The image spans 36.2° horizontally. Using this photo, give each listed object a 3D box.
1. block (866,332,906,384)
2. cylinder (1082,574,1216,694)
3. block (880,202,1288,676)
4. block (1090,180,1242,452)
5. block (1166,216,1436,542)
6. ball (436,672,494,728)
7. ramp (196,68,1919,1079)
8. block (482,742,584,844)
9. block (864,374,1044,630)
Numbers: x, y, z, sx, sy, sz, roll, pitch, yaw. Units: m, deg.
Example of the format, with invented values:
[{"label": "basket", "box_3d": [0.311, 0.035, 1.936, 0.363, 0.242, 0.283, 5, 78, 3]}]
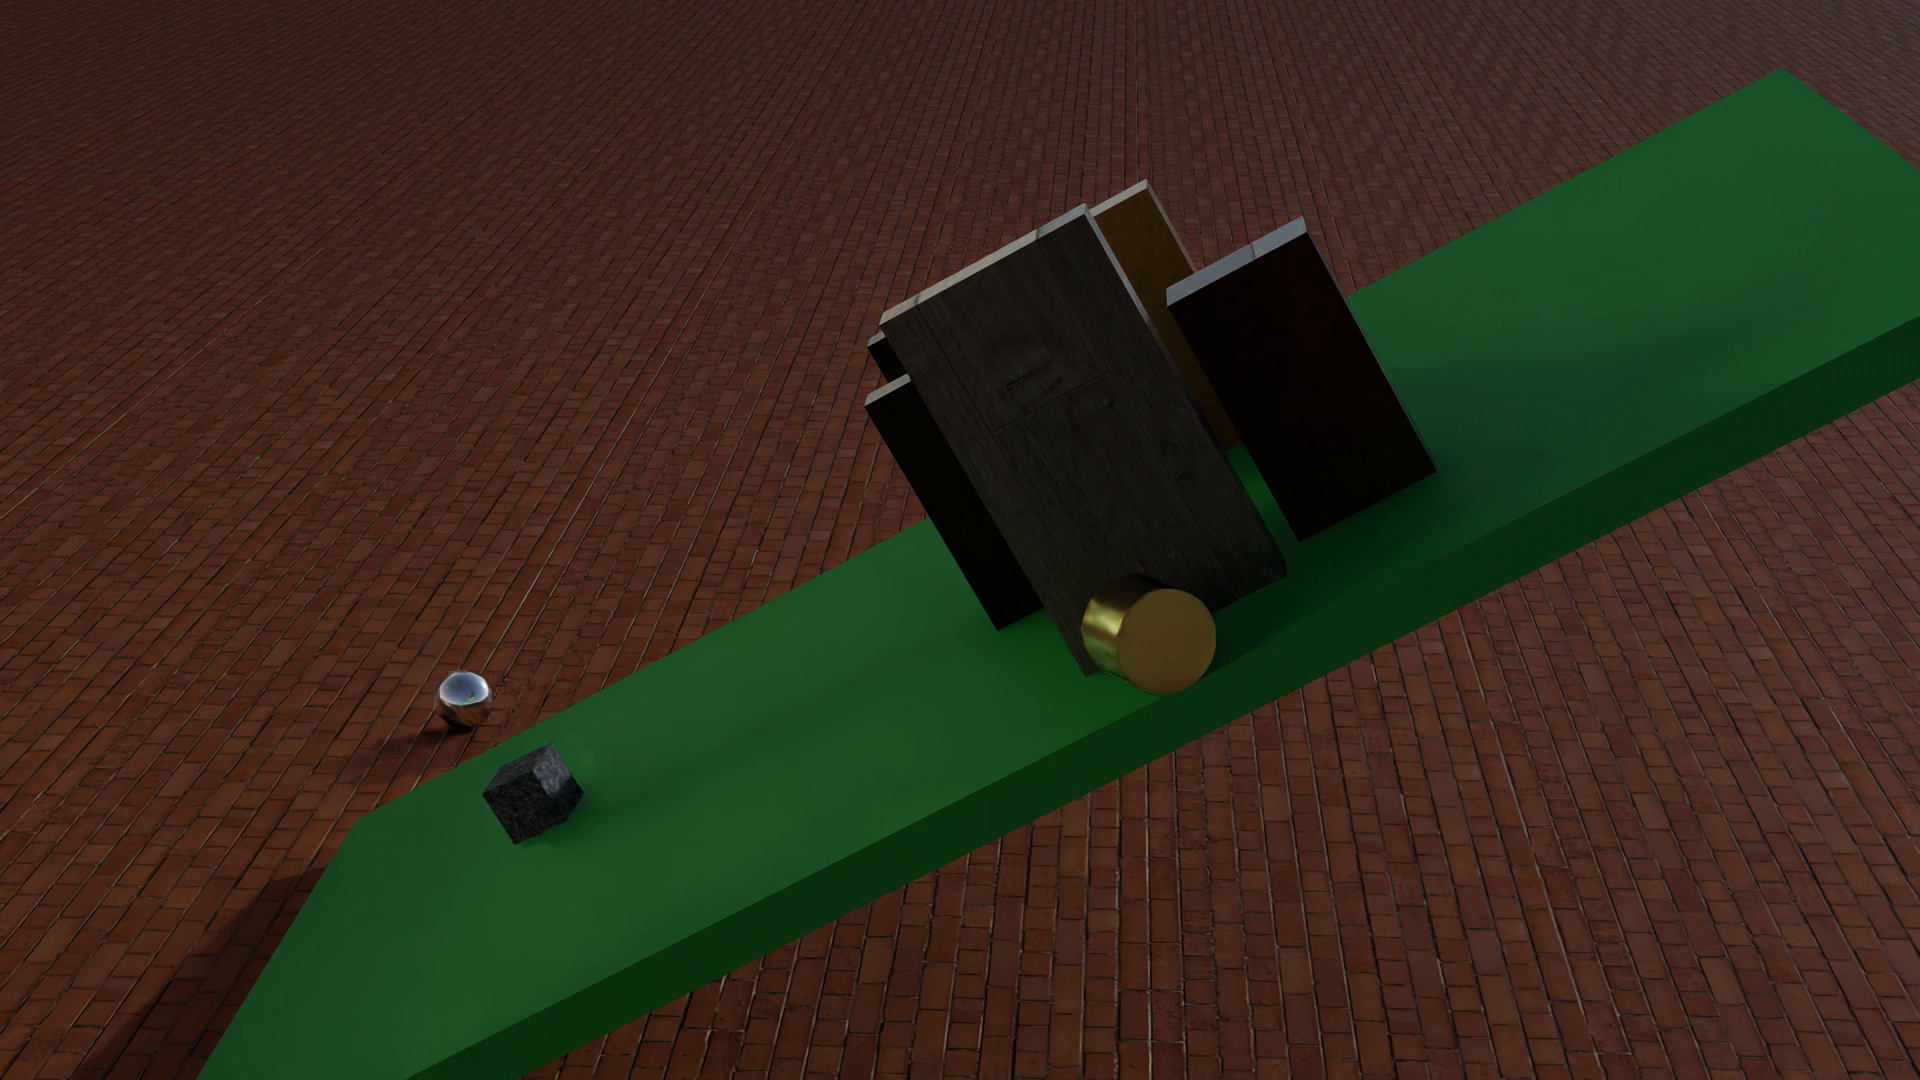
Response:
[{"label": "block", "box_3d": [0.078, -0.344, 6.926, 0.389, 0.500, 0.089, -28, 15, 12]}, {"label": "cylinder", "box_3d": [0.339, 0.168, 5.297, 0.189, 0.189, 0.189, -5, 8, -16]}, {"label": "block", "box_3d": [0.234, -0.179, 5.479, 0.429, 0.783, 0.097, -28, 15, 12]}, {"label": "block", "box_3d": [0.386, -0.431, 6.407, 0.371, 0.596, 0.098, -28, 15, 12]}, {"label": "block", "box_3d": [0.648, -0.305, 5.594, 0.293, 0.528, 0.145, -28, 15, 12]}, {"label": "ball", "box_3d": [-1.422, 0.459, 8.438, 0.165, 0.165, 0.165, 0, 18, 0]}, {"label": "ramp", "box_3d": [0.142, 0.167, 6.283, 4.000, 0.100, 2.000, -28, 15, 12]}, {"label": "block", "box_3d": [-0.963, 0.573, 6.640, 0.141, 0.141, 0.141, -26, 15, 19]}, {"label": "block", "box_3d": [0.129, -0.153, 6.066, 0.427, 0.554, 0.092, -28, 15, 12]}]
